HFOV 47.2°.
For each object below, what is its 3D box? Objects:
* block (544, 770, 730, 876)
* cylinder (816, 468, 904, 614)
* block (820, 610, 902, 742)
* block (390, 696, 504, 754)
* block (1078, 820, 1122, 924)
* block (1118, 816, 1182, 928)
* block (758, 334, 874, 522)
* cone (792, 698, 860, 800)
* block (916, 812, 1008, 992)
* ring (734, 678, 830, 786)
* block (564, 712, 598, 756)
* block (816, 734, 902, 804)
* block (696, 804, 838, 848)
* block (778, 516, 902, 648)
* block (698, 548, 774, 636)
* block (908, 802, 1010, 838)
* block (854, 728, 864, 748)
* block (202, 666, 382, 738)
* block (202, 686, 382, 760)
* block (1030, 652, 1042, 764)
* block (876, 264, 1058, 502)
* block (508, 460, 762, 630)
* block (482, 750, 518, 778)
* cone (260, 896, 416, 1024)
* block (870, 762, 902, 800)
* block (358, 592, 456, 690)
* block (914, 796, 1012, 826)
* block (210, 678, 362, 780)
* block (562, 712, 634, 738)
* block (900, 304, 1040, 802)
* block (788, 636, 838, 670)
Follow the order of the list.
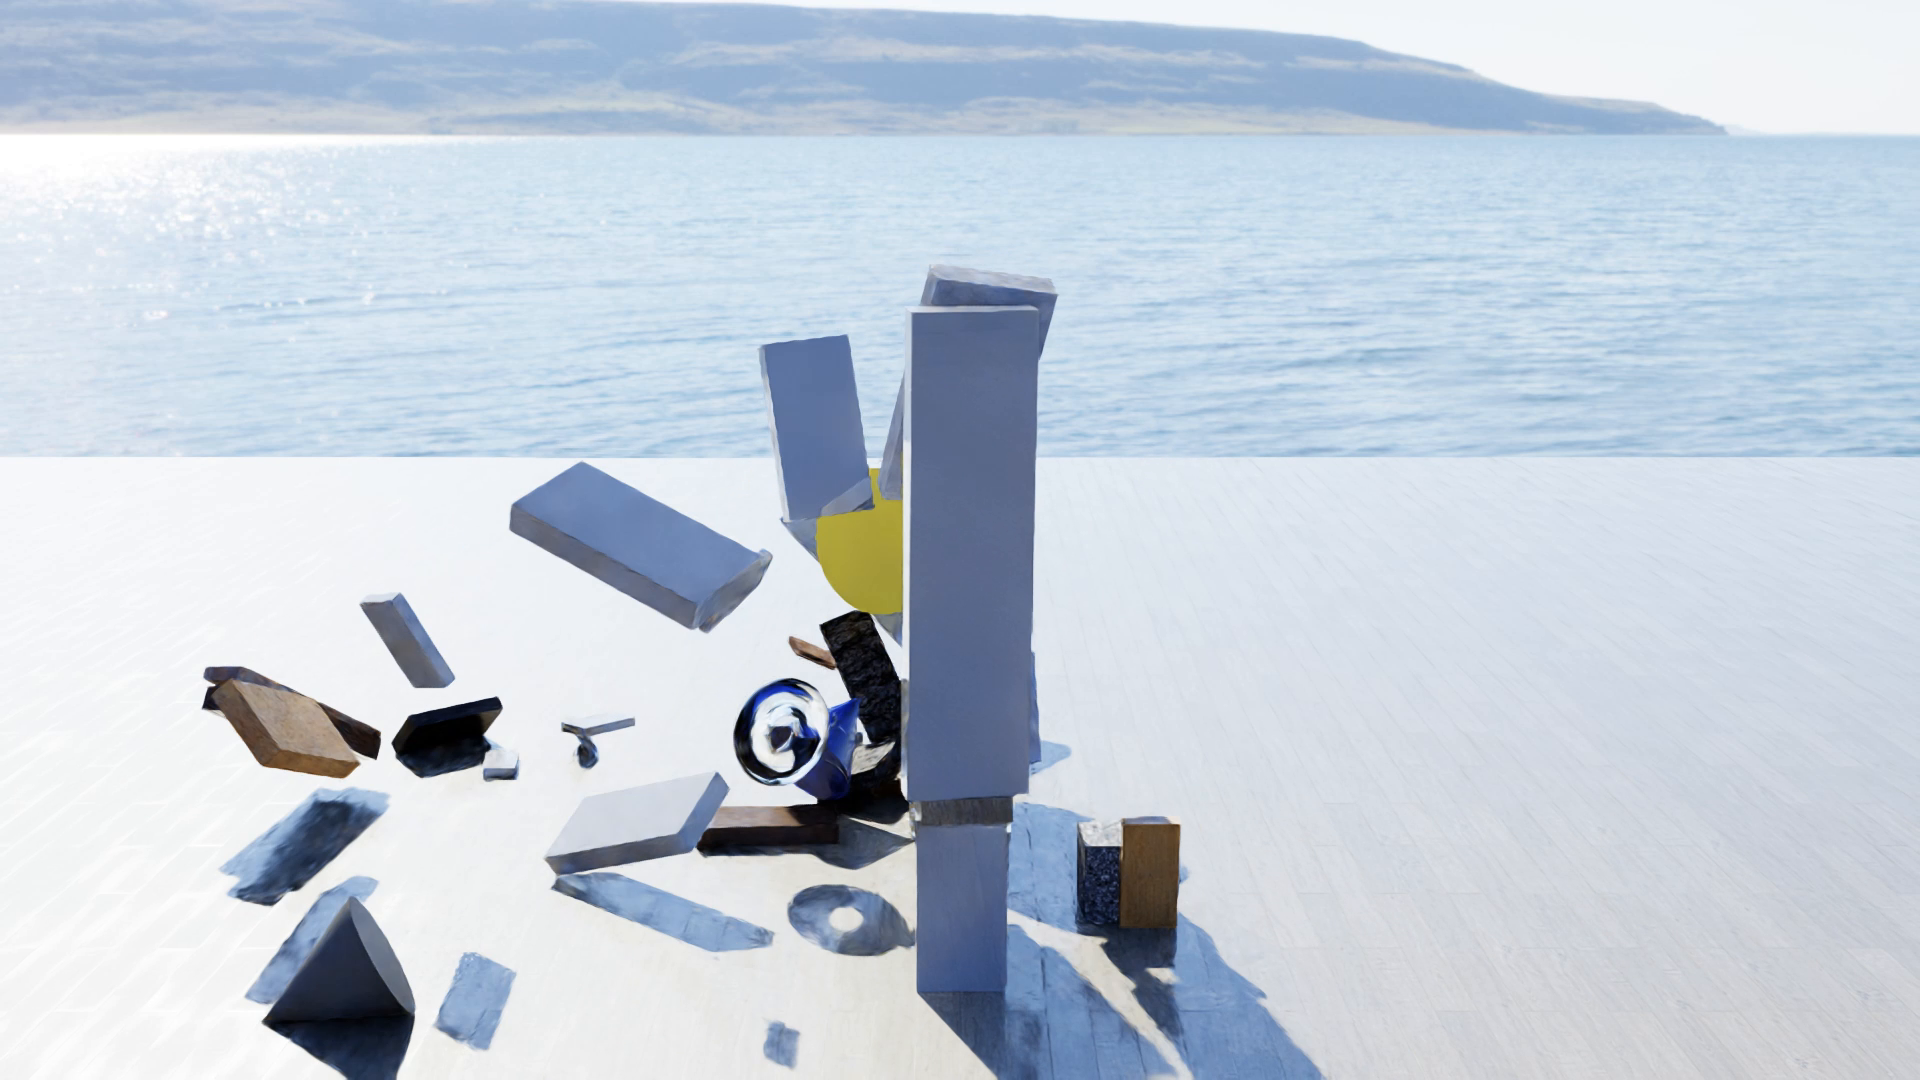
[{"bbox_3d":[-0.547,0.480,3.719,0.307,0.043,0.153,-14,29,32],"label":"block"},{"bbox_3d":[-0.088,-0.010,4.406,0.287,0.287,0.287,6,9,31],"label":"cylinder"},{"bbox_3d":[-0.189,0.280,4.558,0.105,0.273,0.030,-22,-14,-12],"label":"block"},{"bbox_3d":[-1.056,0.382,4.534,0.211,0.030,0.105,-11,-28,-45],"label":"block"},{"bbox_3d":[0.263,0.540,3.585,0.129,0.129,0.129,-1,11,-3],"label":"block"},{"bbox_3d":[0.300,0.529,3.493,0.091,0.183,0.026,-1,18,-3],"label":"block"},{"bbox_3d":[-0.268,-0.208,4.099,0.165,0.329,0.047,-9,0,-19],"label":"block"},{"bbox_3d":[-0.236,0.356,4.134,0.187,0.187,0.187,7,43,35],"label":"cone"},{"bbox_3d":[0.002,0.534,3.242,0.133,0.266,0.038,0,11,-2],"label":"block"},{"bbox_3d":[-0.311,0.335,3.836,0.195,0.195,0.065,-9,18,-41],"label":"ring"},{"bbox_3d":[-0.779,0.399,4.524,0.018,0.063,0.127,-39,20,-8],"label":"block"},{"bbox_3d":[-0.189,0.441,4.260,0.127,0.036,0.254,-18,6,15],"label":"block"},{"bbox_3d":[-0.349,0.516,3.973,0.254,0.036,0.127,-1,10,-4],"label":"block"},{"bbox_3d":[-0.117,0.121,4.746,0.633,0.165,0.047,45,-9,15],"label":"block"},{"bbox_3d":[-0.486,0.110,4.764,0.030,0.105,0.211,36,41,6],"label":"block"},{"bbox_3d":[-0.002,0.426,4.028,0.180,0.180,0.180,-3,10,3],"label":"block"},{"bbox_3d":[-0.326,0.400,4.596,0.127,0.036,0.254,-8,13,-36],"label":"block"},{"bbox_3d":[-1.260,0.315,4.168,0.092,0.026,0.402,0,-22,25],"label":"block"},{"bbox_3d":[-1.260,0.349,4.158,0.153,0.043,0.320,-1,-22,26],"label":"block"},{"bbox_3d":[0.108,0.277,3.672,0.026,0.184,0.092,-4,0,-10],"label":"block"},{"bbox_3d":[0.008,-0.216,3.173,0.179,0.357,0.051,5,30,-17],"label":"block"},{"bbox_3d":[-0.512,0.004,3.463,0.357,0.051,0.179,27,36,18],"label":"block"},{"bbox_3d":[-0.917,0.447,4.391,0.063,0.018,0.127,-2,11,-9],"label":"block"},{"bbox_3d":[-0.914,0.643,3.149,0.193,0.193,0.193,-29,16,-8],"label":"cone"},{"bbox_3d":[-0.100,0.447,4.259,0.099,0.028,0.199,-18,8,16],"label":"block"},{"bbox_3d":[-0.940,0.172,3.739,0.092,0.184,0.026,-5,32,39],"label":"block"},{"bbox_3d":[-0.007,0.366,3.305,0.133,0.038,0.265,-1,12,-8],"label":"block"},{"bbox_3d":[-1.156,0.328,3.786,0.043,0.153,0.307,-40,-14,1],"label":"block"},{"bbox_3d":[-0.686,0.350,4.176,0.063,0.018,0.127,9,12,37],"label":"block"},{"bbox_3d":[0.012,0.025,3.111,0.179,0.708,0.051,-2,15,-12],"label":"block"},{"bbox_3d":[-0.263,0.202,3.917,0.090,0.013,0.045,26,18,-36],"label":"block"}]
